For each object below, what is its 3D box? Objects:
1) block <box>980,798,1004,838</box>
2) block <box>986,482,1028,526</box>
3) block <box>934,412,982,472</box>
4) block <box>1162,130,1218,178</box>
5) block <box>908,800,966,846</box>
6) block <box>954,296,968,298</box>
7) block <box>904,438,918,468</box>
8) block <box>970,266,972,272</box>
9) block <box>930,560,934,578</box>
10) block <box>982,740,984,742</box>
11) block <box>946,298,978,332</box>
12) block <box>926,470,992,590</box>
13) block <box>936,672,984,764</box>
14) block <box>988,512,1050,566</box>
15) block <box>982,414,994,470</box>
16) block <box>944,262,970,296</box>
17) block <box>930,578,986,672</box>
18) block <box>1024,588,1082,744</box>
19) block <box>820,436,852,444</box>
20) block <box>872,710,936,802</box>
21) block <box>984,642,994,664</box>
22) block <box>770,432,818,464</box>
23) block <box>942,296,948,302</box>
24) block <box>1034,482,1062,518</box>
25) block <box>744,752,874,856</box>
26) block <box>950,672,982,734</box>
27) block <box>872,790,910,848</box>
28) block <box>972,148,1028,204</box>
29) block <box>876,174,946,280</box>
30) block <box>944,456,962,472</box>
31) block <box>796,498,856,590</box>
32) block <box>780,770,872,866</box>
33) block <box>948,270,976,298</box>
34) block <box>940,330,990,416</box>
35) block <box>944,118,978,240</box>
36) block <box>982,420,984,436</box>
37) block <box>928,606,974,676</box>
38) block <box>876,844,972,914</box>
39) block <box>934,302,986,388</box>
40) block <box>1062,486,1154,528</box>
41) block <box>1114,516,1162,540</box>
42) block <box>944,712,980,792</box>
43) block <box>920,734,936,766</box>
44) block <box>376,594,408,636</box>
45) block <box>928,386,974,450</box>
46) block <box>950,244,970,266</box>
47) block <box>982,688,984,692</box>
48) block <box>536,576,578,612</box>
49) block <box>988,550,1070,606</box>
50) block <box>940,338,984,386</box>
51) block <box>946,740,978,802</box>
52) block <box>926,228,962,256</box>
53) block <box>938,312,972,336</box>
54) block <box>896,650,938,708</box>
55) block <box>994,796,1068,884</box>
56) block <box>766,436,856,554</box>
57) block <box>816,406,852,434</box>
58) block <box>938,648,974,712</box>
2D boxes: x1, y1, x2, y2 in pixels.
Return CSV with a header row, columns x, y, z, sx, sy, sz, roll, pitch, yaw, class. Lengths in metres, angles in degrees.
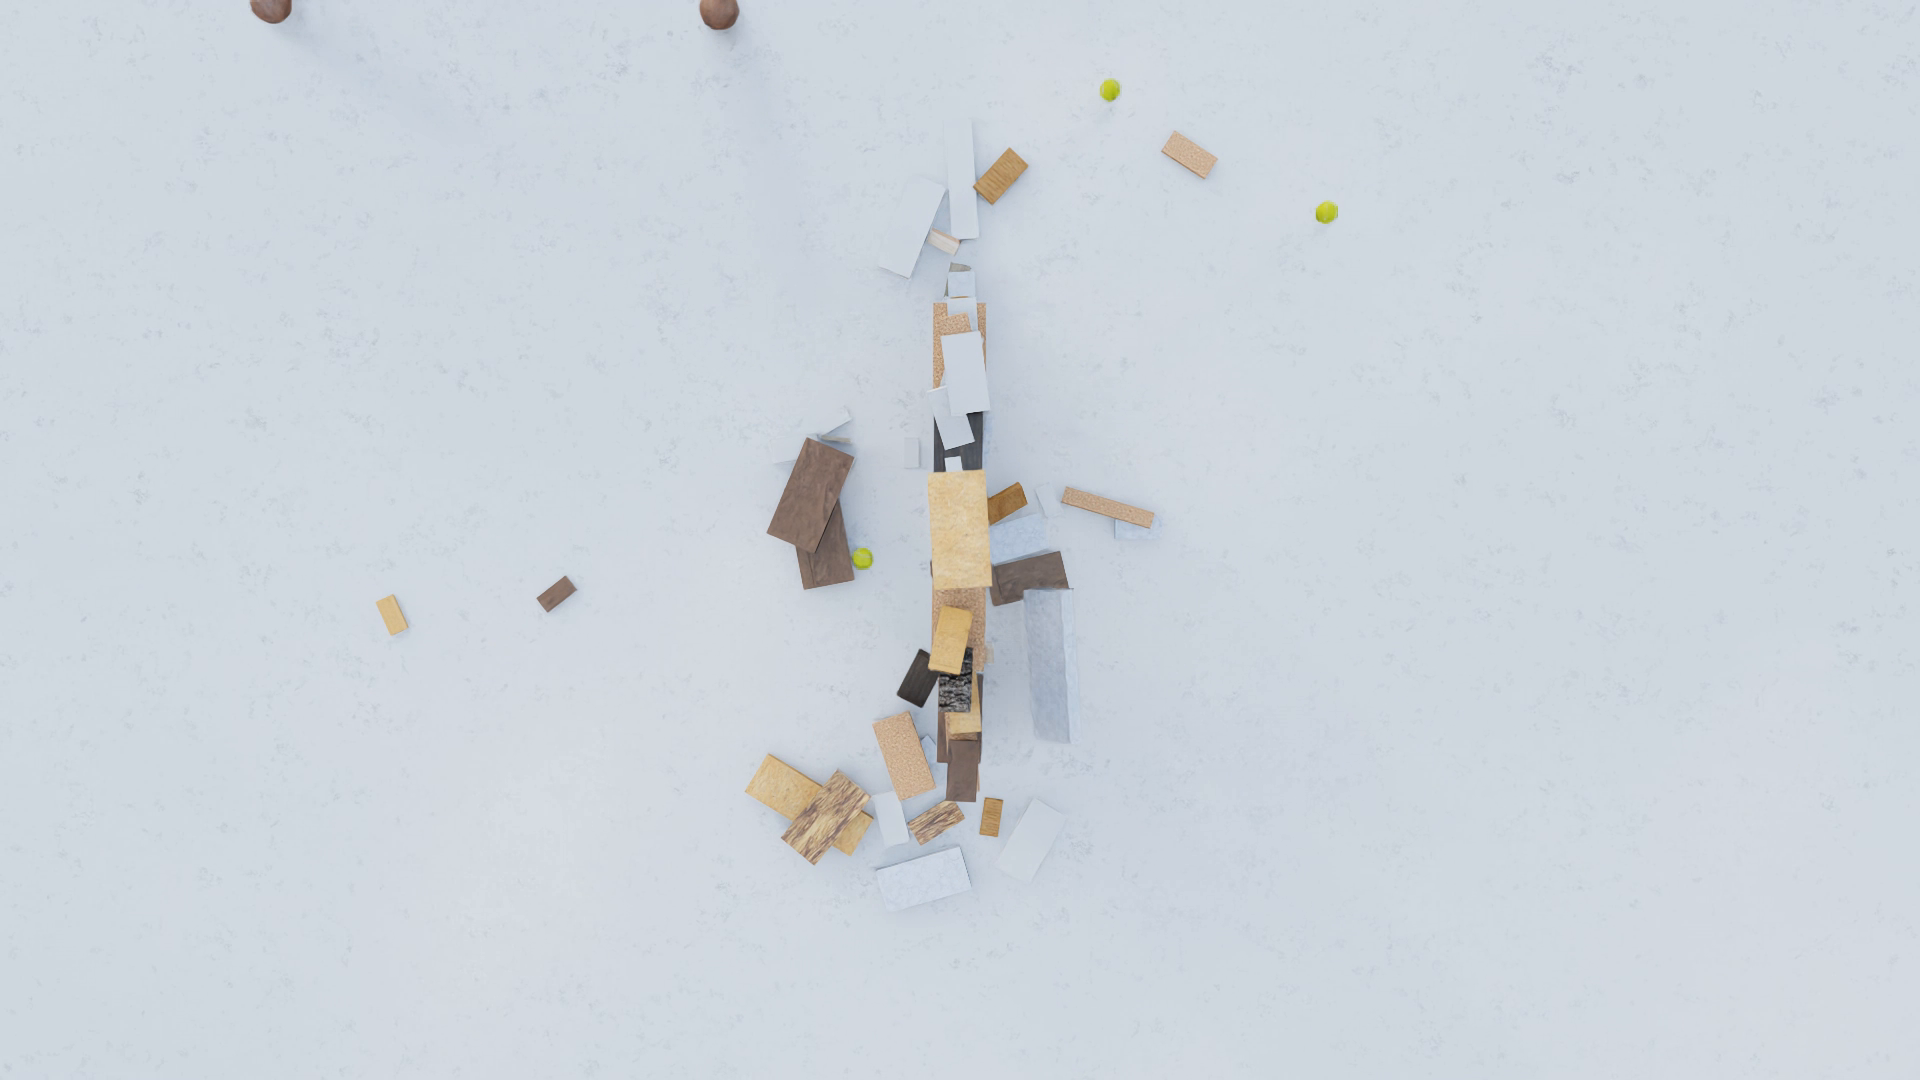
x,y,z,sx,sy,sz,roll,pitch,yaw,class
0.104,0.923,5.491,0.062,0.017,0.123,9,90,0,block
0.127,-0.109,5.444,0.190,0.095,0.027,-30,52,-7,block
-0.006,-0.250,5.172,0.153,0.043,0.306,1,90,0,block
0.764,-1.281,5.489,0.173,0.022,0.079,33,90,0,block
-0.079,0.934,5.488,0.174,0.025,0.087,-32,90,0,block
0.002,-0.701,5.117,0.054,0.015,0.107,-4,90,0,block
-0.162,-0.292,5.493,0.049,0.014,0.098,1,90,0,block
0.002,-0.839,5.474,0.067,0.019,0.134,2,105,0,block
-0.002,0.085,4.951,0.168,0.336,0.048,-2,89,0,block
0.002,0.653,5.360,0.140,0.280,0.040,2,90,0,block
0.010,-0.656,5.095,0.090,0.026,0.181,-3,101,0,block
-0.001,-0.030,4.758,0.168,0.048,0.336,-4,90,0,block
0.000,0.562,5.200,0.140,0.040,0.280,2,90,0,block
0.166,0.001,5.483,0.241,0.034,0.121,-17,90,0,block
0.087,-0.317,5.453,0.027,0.095,0.190,9,90,0,block
-0.011,-0.846,5.452,0.067,0.019,0.134,11,105,-2,block
-0.005,0.239,5.142,0.167,0.047,0.334,1,90,0,block
0.303,0.410,5.400,0.049,0.171,0.499,-8,96,-41,block
-0.410,-0.334,5.475,0.098,0.049,0.014,7,90,0,block
-0.185,0.714,5.457,0.130,0.037,0.269,-19,90,0,block
0.023,0.365,5.333,0.167,0.334,0.047,-1,90,0,block
-0.548,-0.306,5.489,0.158,0.022,0.079,-9,90,0,block
-0.014,-0.756,5.432,0.107,0.015,0.054,28,103,-7,block
0.293,-0.132,5.492,0.054,0.015,0.109,-23,90,0,block
-0.500,0.879,5.479,0.412,0.041,0.145,32,90,0,block
0.012,0.507,5.146,0.095,0.027,0.190,-5,78,0,block
-0.228,0.925,5.488,0.087,0.025,0.174,-14,90,0,block
0.136,-1.207,5.474,0.089,0.025,0.178,43,84,-6,block
-0.163,-1.041,5.483,0.121,0.034,0.325,22,90,0,block
-0.017,-0.209,5.144,0.049,0.014,0.098,-7,90,0,block
-0.465,-0.019,5.476,0.171,0.049,0.343,-11,90,0,block
-0.441,0.913,5.438,0.145,0.041,0.291,40,90,0,block
0.007,-0.796,5.443,0.089,0.025,0.178,-2,105,1,block
0.017,-0.510,5.040,0.121,0.034,0.241,-8,102,-2,block
0.006,-1.200,5.487,0.089,0.025,0.400,-4,90,0,block
-0.003,-0.353,5.347,0.153,0.306,0.043,-1,90,0,block
-0.028,0.309,5.081,0.099,0.028,0.199,12,77,2,block
-0.120,1.126,5.479,0.291,0.041,0.145,-16,90,0,block
-0.001,-0.573,5.148,0.164,0.047,0.329,0,90,0,block
0.491,-0.108,5.476,0.307,0.015,0.054,17,77,4,block
0.595,-0.042,5.489,0.158,0.022,0.079,1,90,0,block
0.008,0.664,5.167,0.095,0.027,0.252,-4,90,0,block
-0.150,0.734,5.488,0.174,0.025,0.087,-37,90,0,block
-1.890,0.250,5.491,0.062,0.017,0.123,-25,90,0,block
-0.028,-0.383,5.106,0.095,0.027,0.190,-16,106,6,block
-0.002,-0.915,5.491,0.067,0.019,0.134,1,90,0,block
0.006,0.463,5.360,0.140,0.280,0.040,2,89,0,block
-1.342,0.180,5.491,0.123,0.017,0.062,-38,90,0,block
0.221,0.129,5.482,0.259,0.037,0.130,-14,90,0,block
0.005,-0.547,5.090,0.090,0.026,0.181,16,102,-4,block
0.007,0.719,5.140,0.095,0.027,0.190,2,90,0,block
-0.053,-0.990,5.476,0.107,0.015,0.054,27,102,13,block
-0.002,-0.599,5.052,0.090,0.026,0.181,-12,102,2,block
-0.129,0.457,5.433,0.099,0.028,0.199,27,124,0,block
0.236,0.999,5.482,0.130,0.037,0.259,30,90,0,block
-0.490,-0.147,5.427,0.171,0.049,0.343,23,90,0,block
-0.421,-0.399,5.492,0.109,0.015,0.054,-29,90,0,block
-0.012,0.433,5.104,0.099,0.028,0.199,2,90,0,block
